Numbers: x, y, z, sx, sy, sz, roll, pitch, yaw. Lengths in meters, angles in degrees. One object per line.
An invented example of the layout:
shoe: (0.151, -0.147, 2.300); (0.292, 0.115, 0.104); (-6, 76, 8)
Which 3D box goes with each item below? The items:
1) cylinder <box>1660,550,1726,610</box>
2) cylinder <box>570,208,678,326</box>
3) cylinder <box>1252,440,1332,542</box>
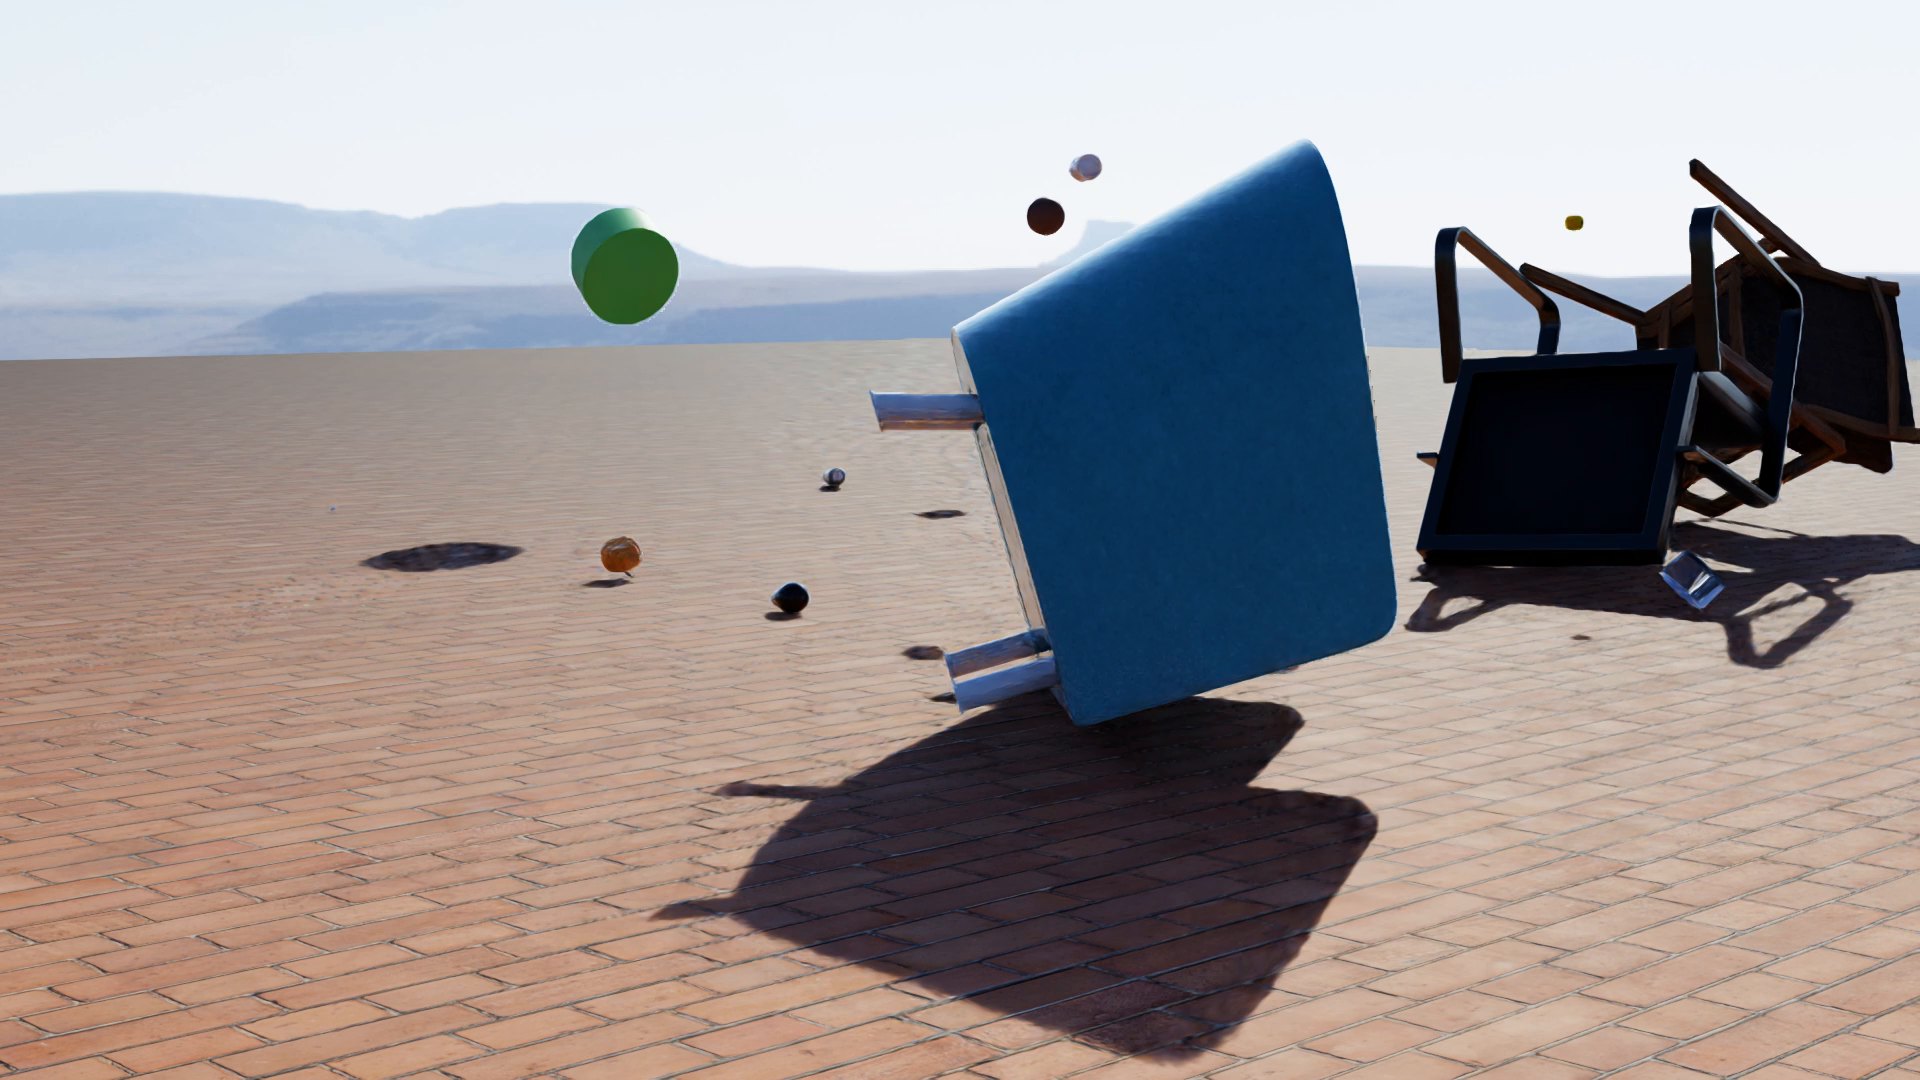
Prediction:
cylinder: (1.453, 0.079, 5.087); (0.111, 0.066, 0.058); (46, -6, 25)
cylinder: (-0.945, -0.771, 7.212); (0.255, 0.290, 0.211); (33, 9, -28)
cylinder: (0.633, -0.094, 4.887); (0.133, 0.165, 0.143); (-16, 16, -31)
